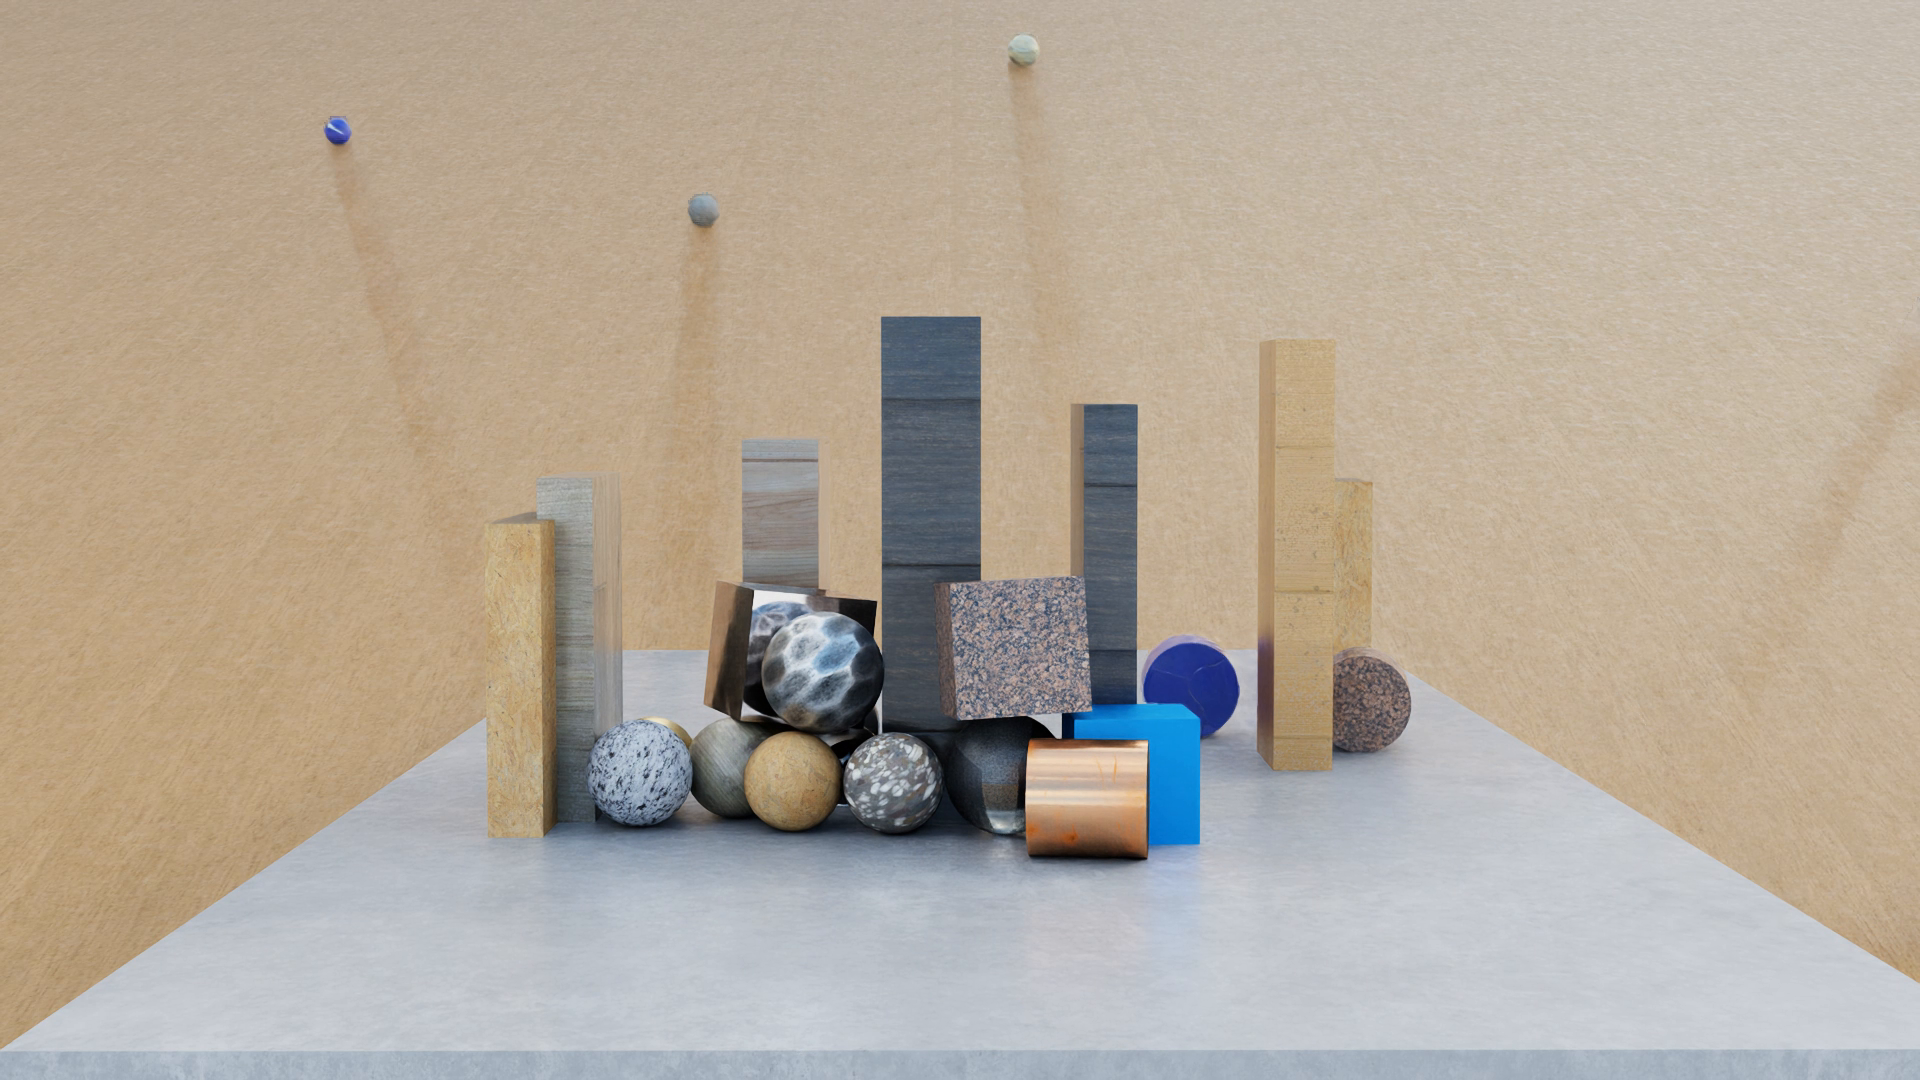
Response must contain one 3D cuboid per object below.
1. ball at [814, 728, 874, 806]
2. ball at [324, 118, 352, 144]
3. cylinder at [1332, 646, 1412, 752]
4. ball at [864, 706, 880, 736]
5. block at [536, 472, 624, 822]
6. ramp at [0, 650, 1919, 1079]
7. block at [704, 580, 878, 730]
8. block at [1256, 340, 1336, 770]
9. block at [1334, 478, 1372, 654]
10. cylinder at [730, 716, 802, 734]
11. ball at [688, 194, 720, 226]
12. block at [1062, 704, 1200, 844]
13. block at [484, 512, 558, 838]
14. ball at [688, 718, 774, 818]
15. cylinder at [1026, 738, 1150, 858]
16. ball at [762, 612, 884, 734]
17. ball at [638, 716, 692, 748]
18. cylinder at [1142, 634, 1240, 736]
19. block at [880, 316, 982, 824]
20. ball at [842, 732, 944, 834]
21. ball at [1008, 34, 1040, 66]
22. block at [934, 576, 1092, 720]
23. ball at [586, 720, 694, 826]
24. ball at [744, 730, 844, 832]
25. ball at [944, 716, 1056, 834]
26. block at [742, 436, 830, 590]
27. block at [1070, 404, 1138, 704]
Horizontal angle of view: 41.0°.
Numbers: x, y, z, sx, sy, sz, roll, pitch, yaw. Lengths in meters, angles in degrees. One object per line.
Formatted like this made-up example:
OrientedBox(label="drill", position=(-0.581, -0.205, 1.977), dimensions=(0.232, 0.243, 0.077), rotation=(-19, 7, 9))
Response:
OrientedBox(label="ball", position=(-0.184, 0.351, 4.041), dimensions=(0.134, 0.134, 0.134), rotation=(0, 21, 0))
OrientedBox(label="ball", position=(-3.044, -2.001, 12.571), dimensions=(0.130, 0.130, 0.130), rotation=(0, 21, 0))
OrientedBox(label="cylinder", position=(0.739, 0.292, 4.725), dimensions=(0.176, 0.176, 0.176), rotation=(3, 4, 9))
OrientedBox(label="ball", position=(-0.232, 0.307, 4.230), dimensions=(0.201, 0.201, 0.201), rotation=(0, 21, 0))
OrientedBox(label="block", position=(-0.594, 0.158, 4.041), dimensions=(0.084, 0.521, 0.334), rotation=(0, 3, 0))
OrientedBox(label="ramp", position=(0.049, 0.441, 4.532), dimensions=(2.000, 0.100, 4.000), rotation=(0, 3, 0))
OrientedBox(label="block", position=(-0.266, 0.177, 4.002), dimensions=(0.199, 0.199, 0.199), rotation=(6, 2, -22))
OrientedBox(label="block", position=(0.589, 0.021, 4.520), dimensions=(0.101, 0.740, 0.242), rotation=(0, 3, 0))
OrientedBox(label="block", position=(0.821, 0.102, 5.525), dimensions=(0.087, 0.464, 0.269), rotation=(0, 3, 0))
OrientedBox(label="cylinder", position=(-0.319, 0.344, 4.078), dimensions=(0.146, 0.146, 0.146), rotation=(7, 5, 18))
OrientedBox(label="ball", position=(-1.098, -1.414, 11.031), dimensions=(0.135, 0.135, 0.135), rotation=(0, 21, 0))
OrientedBox(label="block", position=(0.249, 0.342, 3.774), dimensions=(0.181, 0.181, 0.181), rotation=(0, 3, -4))
OrientedBox(label="block", position=(-0.650, 0.195, 3.941), dimensions=(0.081, 0.459, 0.397), rotation=(0, 3, 0))
OrientedBox(label="ball", position=(-0.343, 0.348, 3.928), dimensions=(0.154, 0.154, 0.154), rotation=(0, 21, 0))
OrientedBox(label="cylinder", position=(0.180, 0.361, 3.594), dimensions=(0.165, 0.165, 0.165), rotation=(0, 21, 6))
OrientedBox(label="ball", position=(-0.204, 0.198, 3.822), dimensions=(0.183, 0.183, 0.183), rotation=(0, 21, 0))
OrientedBox(label="ball", position=(-0.481, 0.348, 4.012), dimensions=(0.144, 0.144, 0.144), rotation=(0, 21, 0))
OrientedBox(label="cylinder", position=(0.441, 0.278, 4.934), dimensions=(0.180, 0.180, 0.180), rotation=(1, 3, 3))
OrientedBox(label="block", position=(-0.043, 0.037, 4.035), dimensions=(0.149, 0.762, 0.384), rotation=(0, 3, 0))
OrientedBox(label="ball", position=(-0.098, 0.358, 3.786), dimensions=(0.150, 0.150, 0.150), rotation=(0, 21, 0))
OrientedBox(label="ball", position=(0.359, -2.758, 14.478), dimensions=(0.181, 0.181, 0.181), rotation=(0, 21, 0))
OrientedBox(label="block", position=(0.074, 0.154, 3.751), dimensions=(0.194, 0.194, 0.194), rotation=(-3, 0, -7))
OrientedBox(label="ball", position=(-0.480, 0.349, 3.850), dimensions=(0.160, 0.160, 0.160), rotation=(0, 21, 0))
OrientedBox(label="ball", position=(-0.247, 0.358, 3.812), dimensions=(0.149, 0.149, 0.149), rotation=(0, 21, 0))
OrientedBox(label="ball", position=(0.067, 0.343, 3.777), dimensions=(0.181, 0.181, 0.181), rotation=(0, 21, 0))
OrientedBox(label="block", position=(-0.302, 0.106, 4.515), dimensions=(0.128, 0.571, 0.393), rotation=(0, 3, 0))
OrientedBox(label="block", position=(0.225, 0.100, 4.076), dimensions=(0.081, 0.631, 0.445), rotation=(0, 3, 0))
